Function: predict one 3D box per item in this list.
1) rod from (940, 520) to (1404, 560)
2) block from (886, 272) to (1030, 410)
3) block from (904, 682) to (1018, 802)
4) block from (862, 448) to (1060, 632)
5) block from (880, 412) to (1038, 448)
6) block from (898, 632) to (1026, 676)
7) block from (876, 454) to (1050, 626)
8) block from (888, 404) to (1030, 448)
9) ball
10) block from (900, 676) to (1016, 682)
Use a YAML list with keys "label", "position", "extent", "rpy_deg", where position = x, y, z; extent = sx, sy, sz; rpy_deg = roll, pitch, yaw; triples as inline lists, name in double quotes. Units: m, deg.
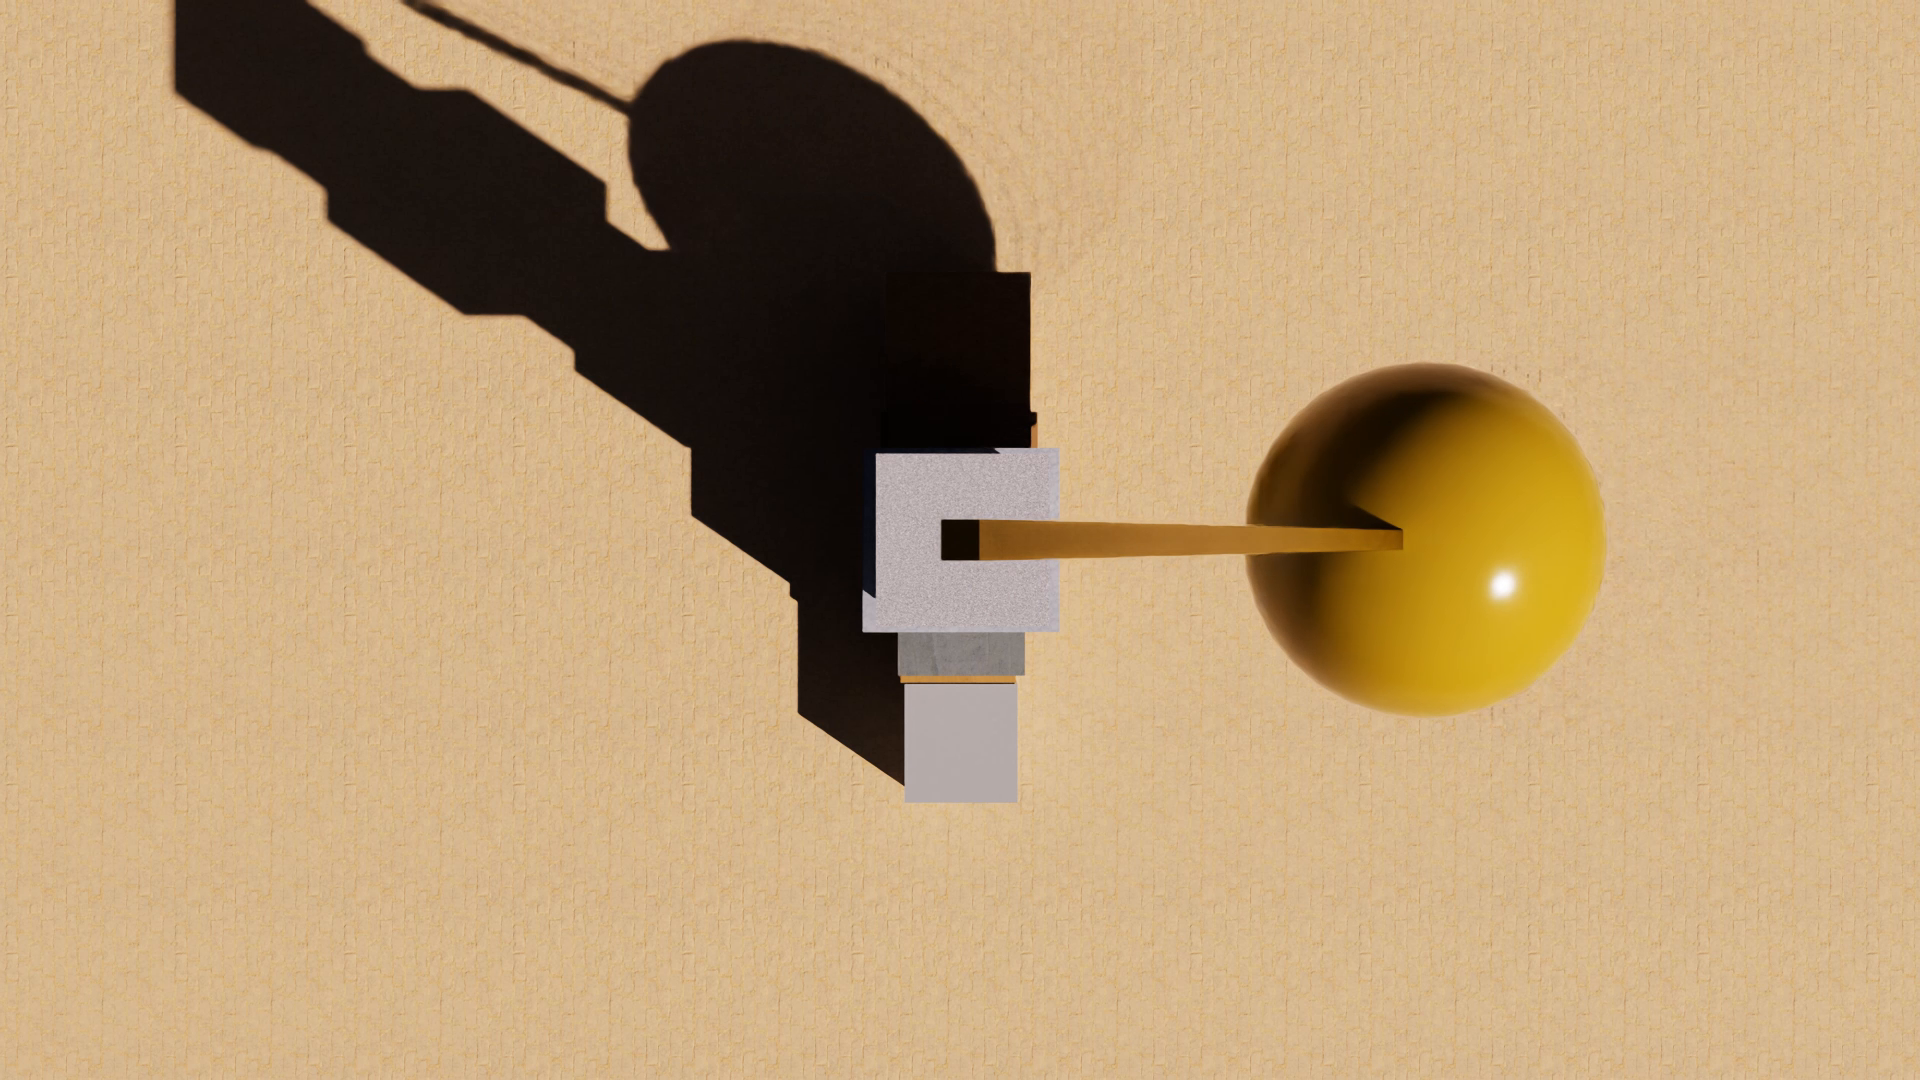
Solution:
- label: "rod"
  position: [0.899, 0.000, 6.678]
  extent: [0.080, 5.200, 0.080]
  rpy_deg: [0, 90, 20]
- label: "block"
  position: [-0.010, -1.099, 12.535]
  extent: [0.796, 0.931, 0.744]
  rpy_deg: [0, 90, 0]
- label: "block"
  position: [0.006, 1.138, 12.654]
  extent: [0.632, 0.692, 0.664]
  rpy_deg: [0, 90, 0]
- label: "block"
  position: [0.004, 0.000, 9.904]
  extent: [0.846, 0.882, 0.793]
  rpy_deg: [0, 90, 0]
- label: "block"
  position: [-0.003, -0.313, 12.640]
  extent: [0.876, 0.720, 0.807]
  rpy_deg: [0, 90, 0]
- label: "block"
  position: [0.008, 0.441, 11.969]
  extent: [0.674, 0.622, 0.558]
  rpy_deg: [0, 90, 0]
- label: "block"
  position: [0.010, 0.000, 8.666]
  extent: [0.662, 0.539, 0.659]
  rpy_deg: [0, 90, 0]
- label: "block"
  position: [-0.003, -0.284, 11.937]
  extent: [0.748, 0.686, 0.871]
  rpy_deg: [0, 90, 0]
- label: "ball"
  position: [2.074, 0.000, 9.868]
  extent: [1.600, 1.600, 1.600]
  rpy_deg: [0, 90, 0]
- label: "block"
  position: [-0.010, 0.448, 12.640]
  extent: [0.642, 0.719, 0.696]
  rpy_deg: [0, 90, 0]
